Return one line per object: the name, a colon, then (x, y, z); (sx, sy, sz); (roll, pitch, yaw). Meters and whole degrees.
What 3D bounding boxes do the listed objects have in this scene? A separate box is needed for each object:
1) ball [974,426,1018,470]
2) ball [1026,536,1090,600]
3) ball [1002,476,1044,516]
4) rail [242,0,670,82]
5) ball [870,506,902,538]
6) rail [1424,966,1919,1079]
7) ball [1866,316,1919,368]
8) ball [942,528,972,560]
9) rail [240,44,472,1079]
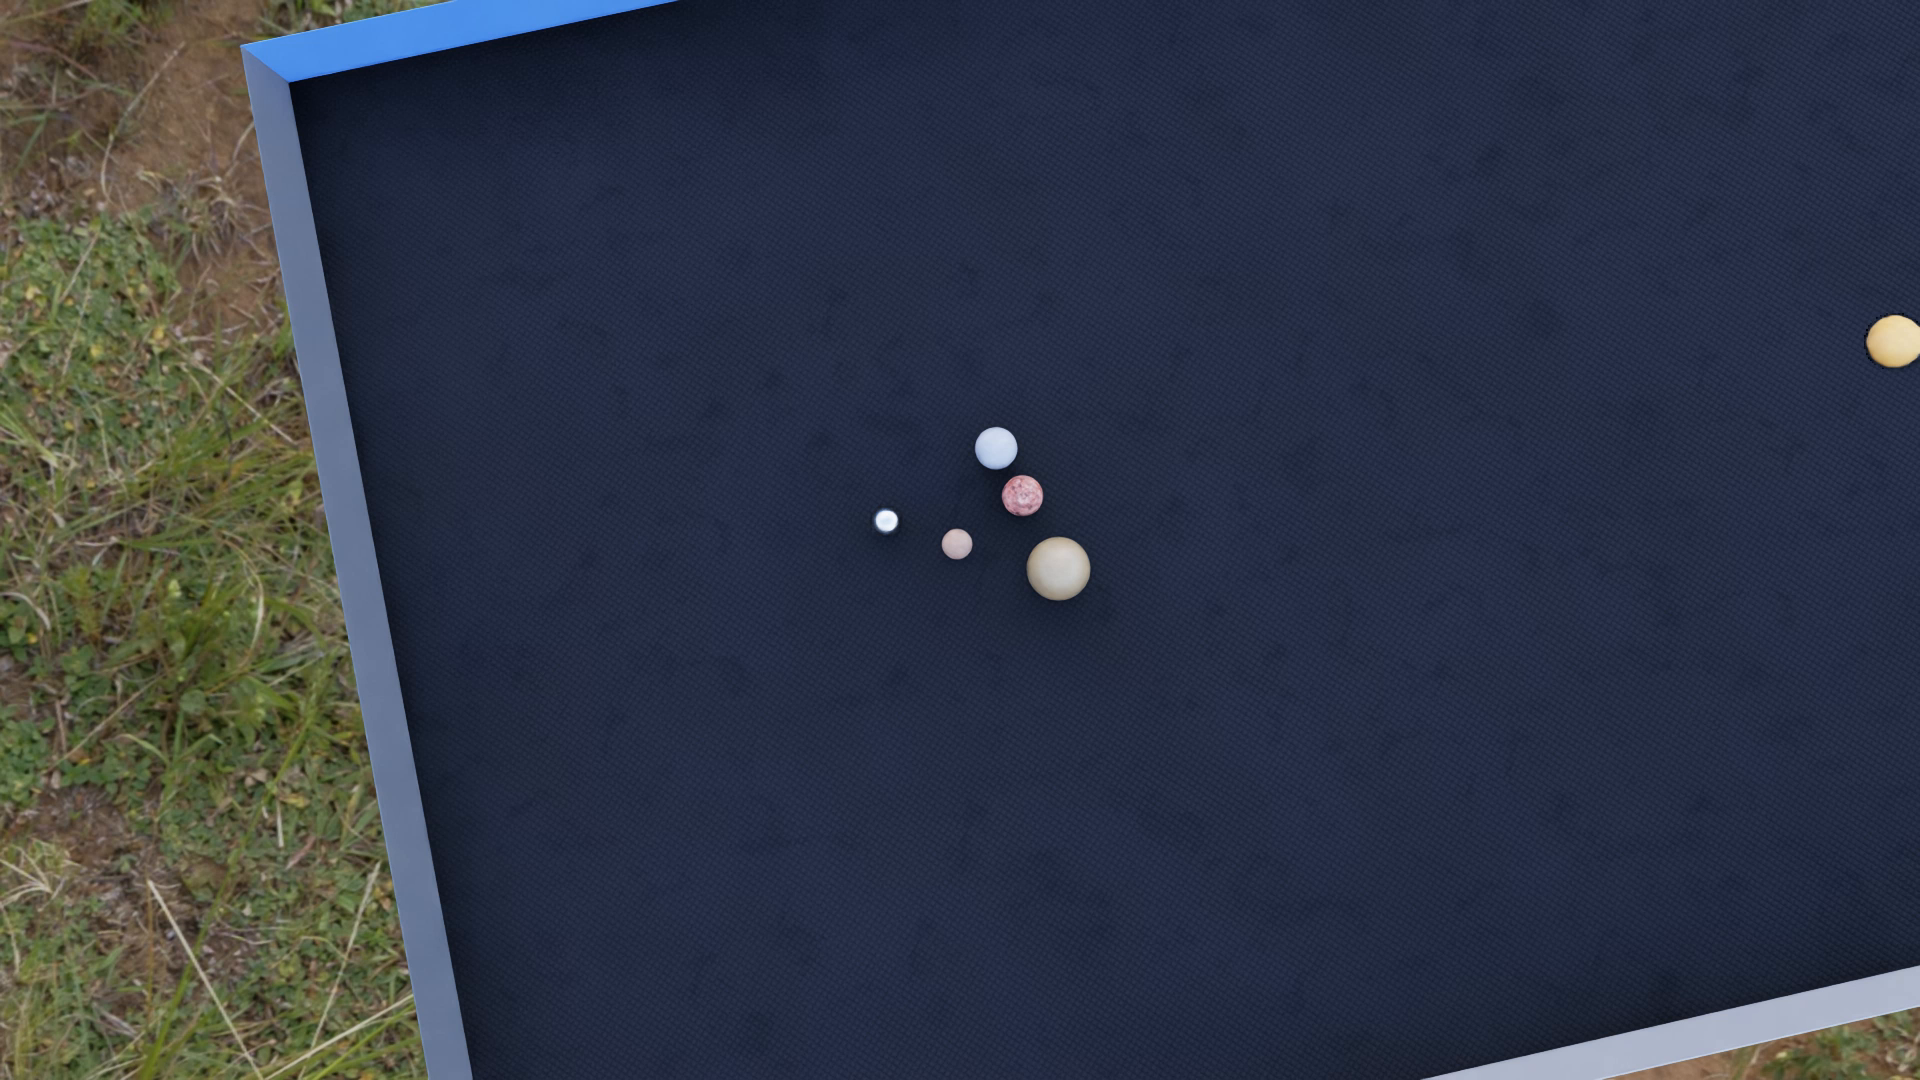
ball: (0.054, -0.137, 3.292); (0.064, 0.064, 0.064); (0, 82, 0)
ball: (0.145, 0.042, 3.249); (0.095, 0.095, 0.095); (0, 82, 0)
ball: (0.093, -0.066, 3.282); (0.062, 0.062, 0.062); (0, 82, 0)
rail: (0.670, -1.091, 3.400); (3.568, 0.124, 0.045); (-12, 82, -2)
ball: (-0.111, -0.028, 3.284); (0.048, 0.048, 0.048); (0, 82, 0)
rail: (1.072, 0.699, 3.138); (3.568, 0.124, 0.045); (-12, 82, -2)
ball: (1.406, -0.298, 3.308); (0.078, 0.078, 0.078); (0, 82, 0)
ball: (-0.004, 0.006, 3.280); (0.046, 0.046, 0.046); (0, 82, 0)
rail: (-0.848, 0.182, 3.214); (0.045, 0.124, 1.901); (-12, 82, -2)
